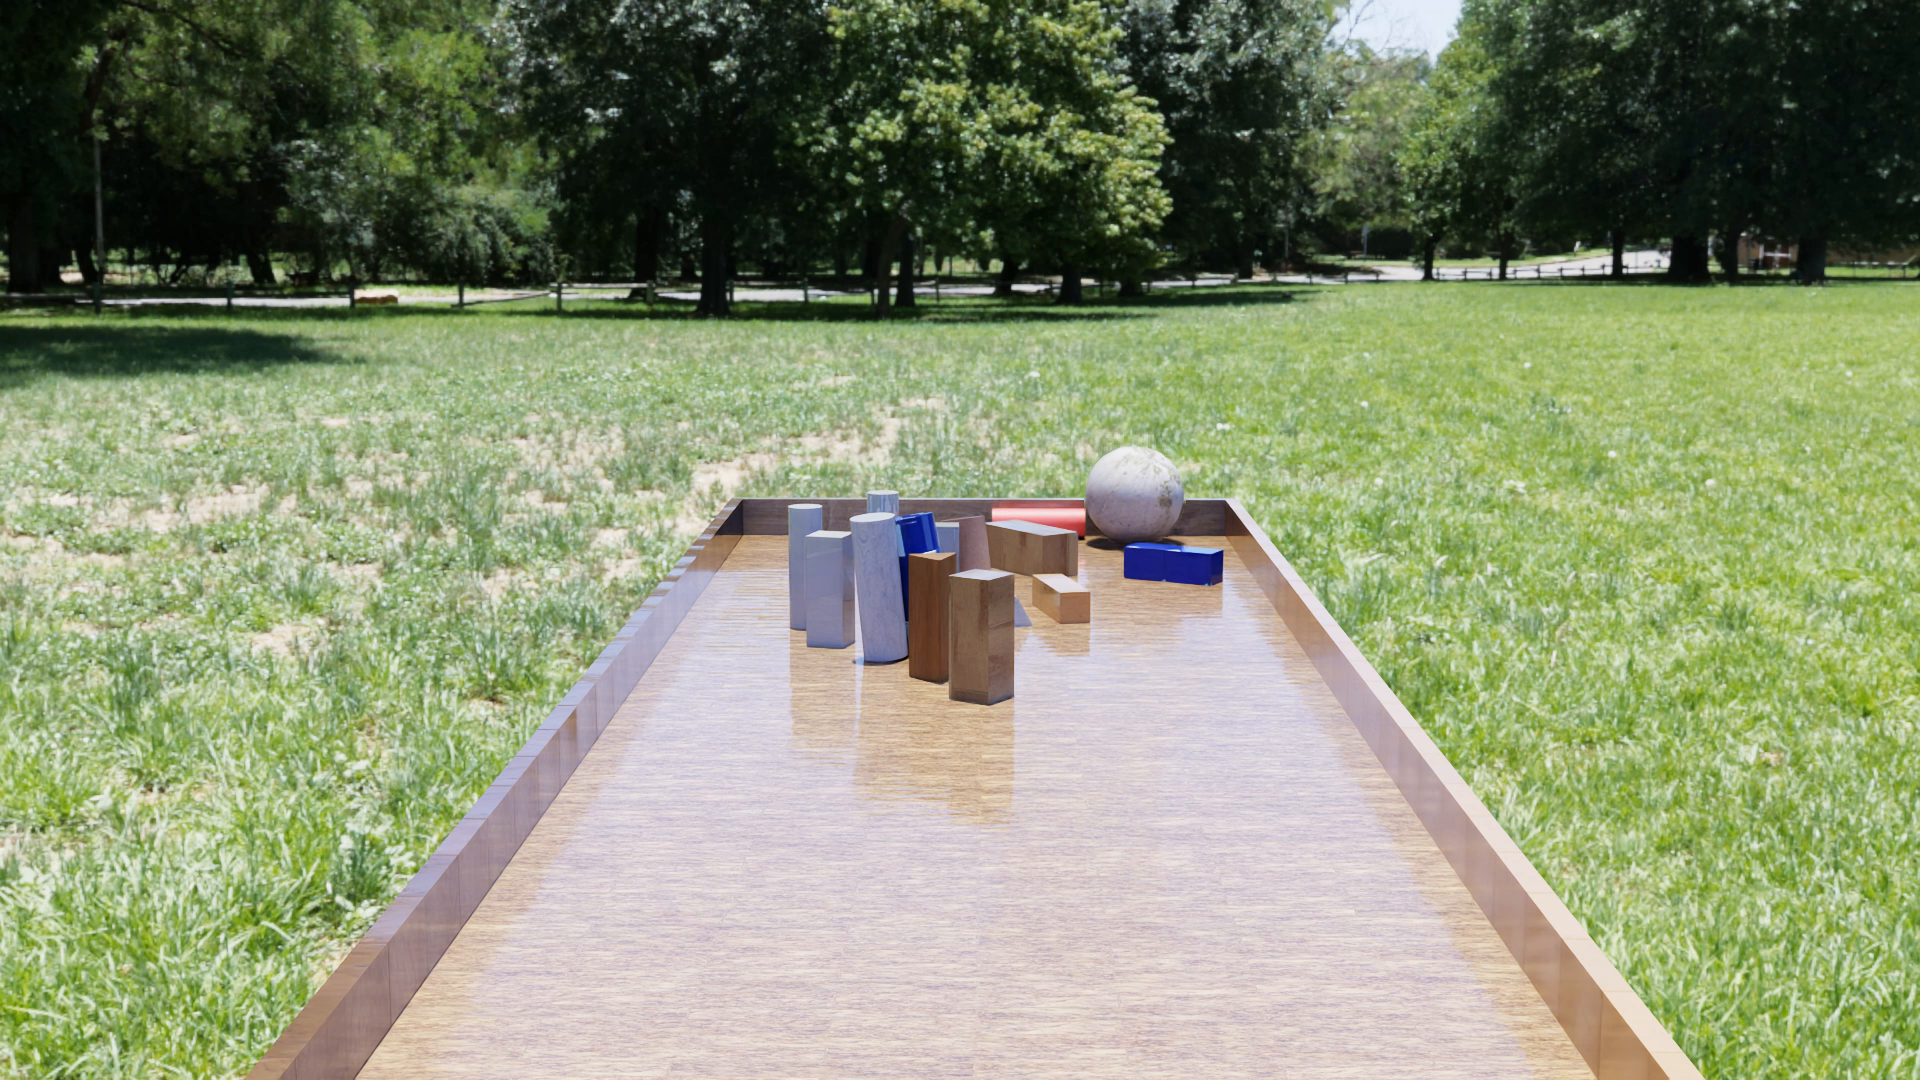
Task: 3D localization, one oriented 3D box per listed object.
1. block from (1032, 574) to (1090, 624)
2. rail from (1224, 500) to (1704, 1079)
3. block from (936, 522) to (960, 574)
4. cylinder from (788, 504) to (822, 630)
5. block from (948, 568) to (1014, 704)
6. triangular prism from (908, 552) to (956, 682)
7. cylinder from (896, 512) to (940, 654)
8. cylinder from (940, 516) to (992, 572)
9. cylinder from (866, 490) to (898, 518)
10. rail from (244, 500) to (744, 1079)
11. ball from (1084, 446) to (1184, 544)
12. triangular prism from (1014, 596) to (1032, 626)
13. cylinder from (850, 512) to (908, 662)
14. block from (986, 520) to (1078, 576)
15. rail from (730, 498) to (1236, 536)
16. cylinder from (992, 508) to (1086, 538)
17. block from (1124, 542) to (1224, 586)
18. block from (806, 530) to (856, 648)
[{"bbox_3d":[0.341,0.197,7.436,0.104,0.104,0.355,-2,9,-13],"label":"block"},{"bbox_3d":[1.046,0.843,3.208,0.050,0.150,12.000,0,9,1],"label":"rail"},{"bbox_3d":[-0.089,0.133,6.966,0.173,0.366,0.173,0,5,0],"label":"block"},{"bbox_3d":[-0.504,0.087,7.194,0.111,0.397,0.111,0,9,0],"label":"cylinder"},{"bbox_3d":[0.061,0.270,6.190,0.133,0.350,0.133,6,11,34],"label":"block"},{"bbox_3d":[-0.059,0.222,6.454,0.120,0.361,0.139,-8,12,-40],"label":"triangular prism"},{"bbox_3d":[-0.131,0.131,6.791,0.172,0.410,0.172,-10,5,1],"label":"cylinder"},{"bbox_3d":[0.029,0.101,7.205,0.148,0.346,0.148,-7,2,0],"label":"cylinder"},{"bbox_3d":[-0.252,0.062,7.209,0.104,0.441,0.104,0,9,0],"label":"cylinder"},{"bbox_3d":[-1.004,0.839,3.234,0.050,0.150,12.000,0,9,1],"label":"rail"},{"bbox_3d":[0.704,-0.182,8.884,0.399,0.399,0.399,0,9,0],"label":"ball"},{"bbox_3d":[0.156,0.205,7.384,0.114,0.098,0.358,-1,9,-8],"label":"triangular prism"},{"bbox_3d":[-0.246,0.143,6.687,0.137,0.434,0.137,-5,11,1],"label":"cylinder"},{"bbox_3d":[0.262,0.033,8.280,0.163,0.163,0.383,-6,11,-35],"label":"block"},{"bbox_3d":[0.099,-0.098,9.147,2.100,0.150,0.050,0,9,1],"label":"rail"},{"bbox_3d":[0.323,-0.069,9.058,0.381,0.122,0.122,0,9,1],"label":"cylinder"},{"bbox_3d":[0.784,0.088,8.084,0.346,0.117,0.117,5,10,28],"label":"block"},{"bbox_3d":[-0.408,0.154,6.927,0.120,0.348,0.120,3,9,16],"label":"block"}]
